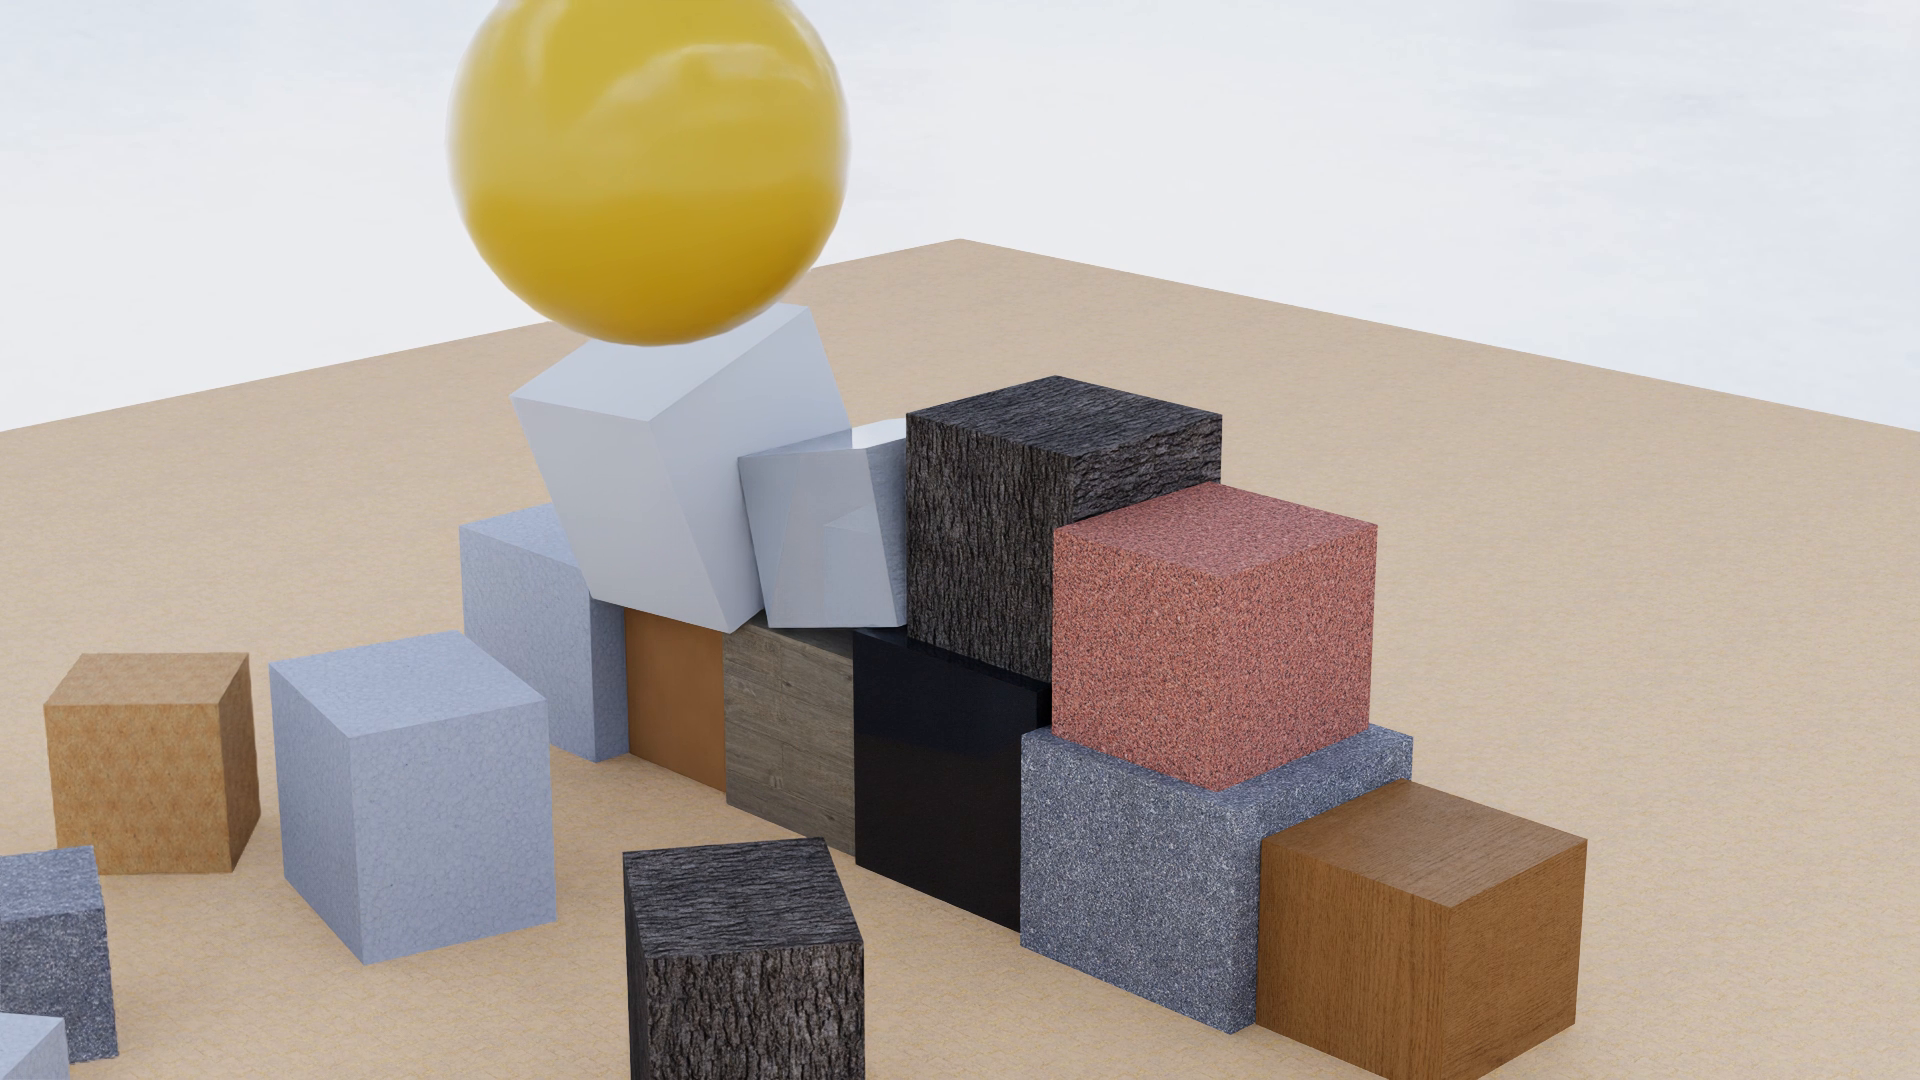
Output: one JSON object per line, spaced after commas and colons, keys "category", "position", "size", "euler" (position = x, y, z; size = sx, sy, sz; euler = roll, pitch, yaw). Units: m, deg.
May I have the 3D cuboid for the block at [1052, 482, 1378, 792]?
{"category": "block", "position": [1.066, 0.381, 12.339], "size": [0.915, 0.913, 1.001], "euler": [17, 24, 42]}

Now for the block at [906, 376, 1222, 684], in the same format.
{"category": "block", "position": [0.455, -0.059, 12.980], "size": [0.998, 1.033, 0.961], "euler": [17, 24, 42]}

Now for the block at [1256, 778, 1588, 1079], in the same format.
{"category": "block", "position": [1.868, 1.594, 11.906], "size": [0.929, 0.820, 0.925], "euler": [-17, 24, -42]}

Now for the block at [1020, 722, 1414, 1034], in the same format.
{"category": "block", "position": [1.092, 1.298, 12.578], "size": [1.160, 0.981, 1.188], "euler": [-17, 24, -42]}

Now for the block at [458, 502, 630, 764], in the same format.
{"category": "block", "position": [-1.822, 0.407, 15.351], "size": [1.115, 1.018, 1.077], "euler": [-17, 24, -42]}

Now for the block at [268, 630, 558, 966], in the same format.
{"category": "block", "position": [-2.439, 1.117, 13.047], "size": [0.892, 1.045, 1.071], "euler": [-10, 20, -29]}

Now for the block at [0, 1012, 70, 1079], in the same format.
{"category": "block", "position": [-3.681, 2.164, 10.165], "size": [0.888, 0.775, 0.853], "euler": [3, 18, 9]}

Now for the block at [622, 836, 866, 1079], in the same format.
{"category": "block", "position": [-0.819, 1.787, 11.012], "size": [0.780, 0.987, 0.970], "euler": [-3, 18, -11]}

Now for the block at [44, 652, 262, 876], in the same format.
{"category": "block", "position": [-3.745, 1.035, 13.658], "size": [0.781, 0.835, 0.694], "euler": [-1, 17, -2]}

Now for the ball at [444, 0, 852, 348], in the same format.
{"category": "ball", "position": [-1.224, -1.562, 11.568], "size": [1.600, 1.600, 1.600], "euler": [0, 17, 0]}

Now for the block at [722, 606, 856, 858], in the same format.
{"category": "block", "position": [-0.472, 0.820, 14.109], "size": [0.948, 0.975, 0.926], "euler": [17, 24, 42]}

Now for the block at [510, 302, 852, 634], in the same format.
{"category": "block", "position": [-1.265, -0.407, 14.164], "size": [1.050, 1.165, 1.076], "euler": [12, 40, 44]}

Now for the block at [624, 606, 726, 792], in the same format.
{"category": "block", "position": [-1.111, 0.646, 14.728], "size": [0.764, 0.936, 0.847], "euler": [-17, 24, -42]}

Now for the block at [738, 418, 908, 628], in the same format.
{"category": "block", "position": [-0.322, -0.099, 13.689], "size": [0.949, 0.814, 0.901], "euler": [-17, 10, -42]}

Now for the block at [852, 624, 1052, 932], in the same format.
{"category": "block", "position": [0.332, 0.951, 13.403], "size": [1.144, 1.148, 1.163], "euler": [17, 24, 42]}

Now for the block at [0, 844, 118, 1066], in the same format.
{"category": "block", "position": [-3.796, 1.702, 11.836], "size": [0.669, 0.656, 0.661], "euler": [-6, 18, -19]}
